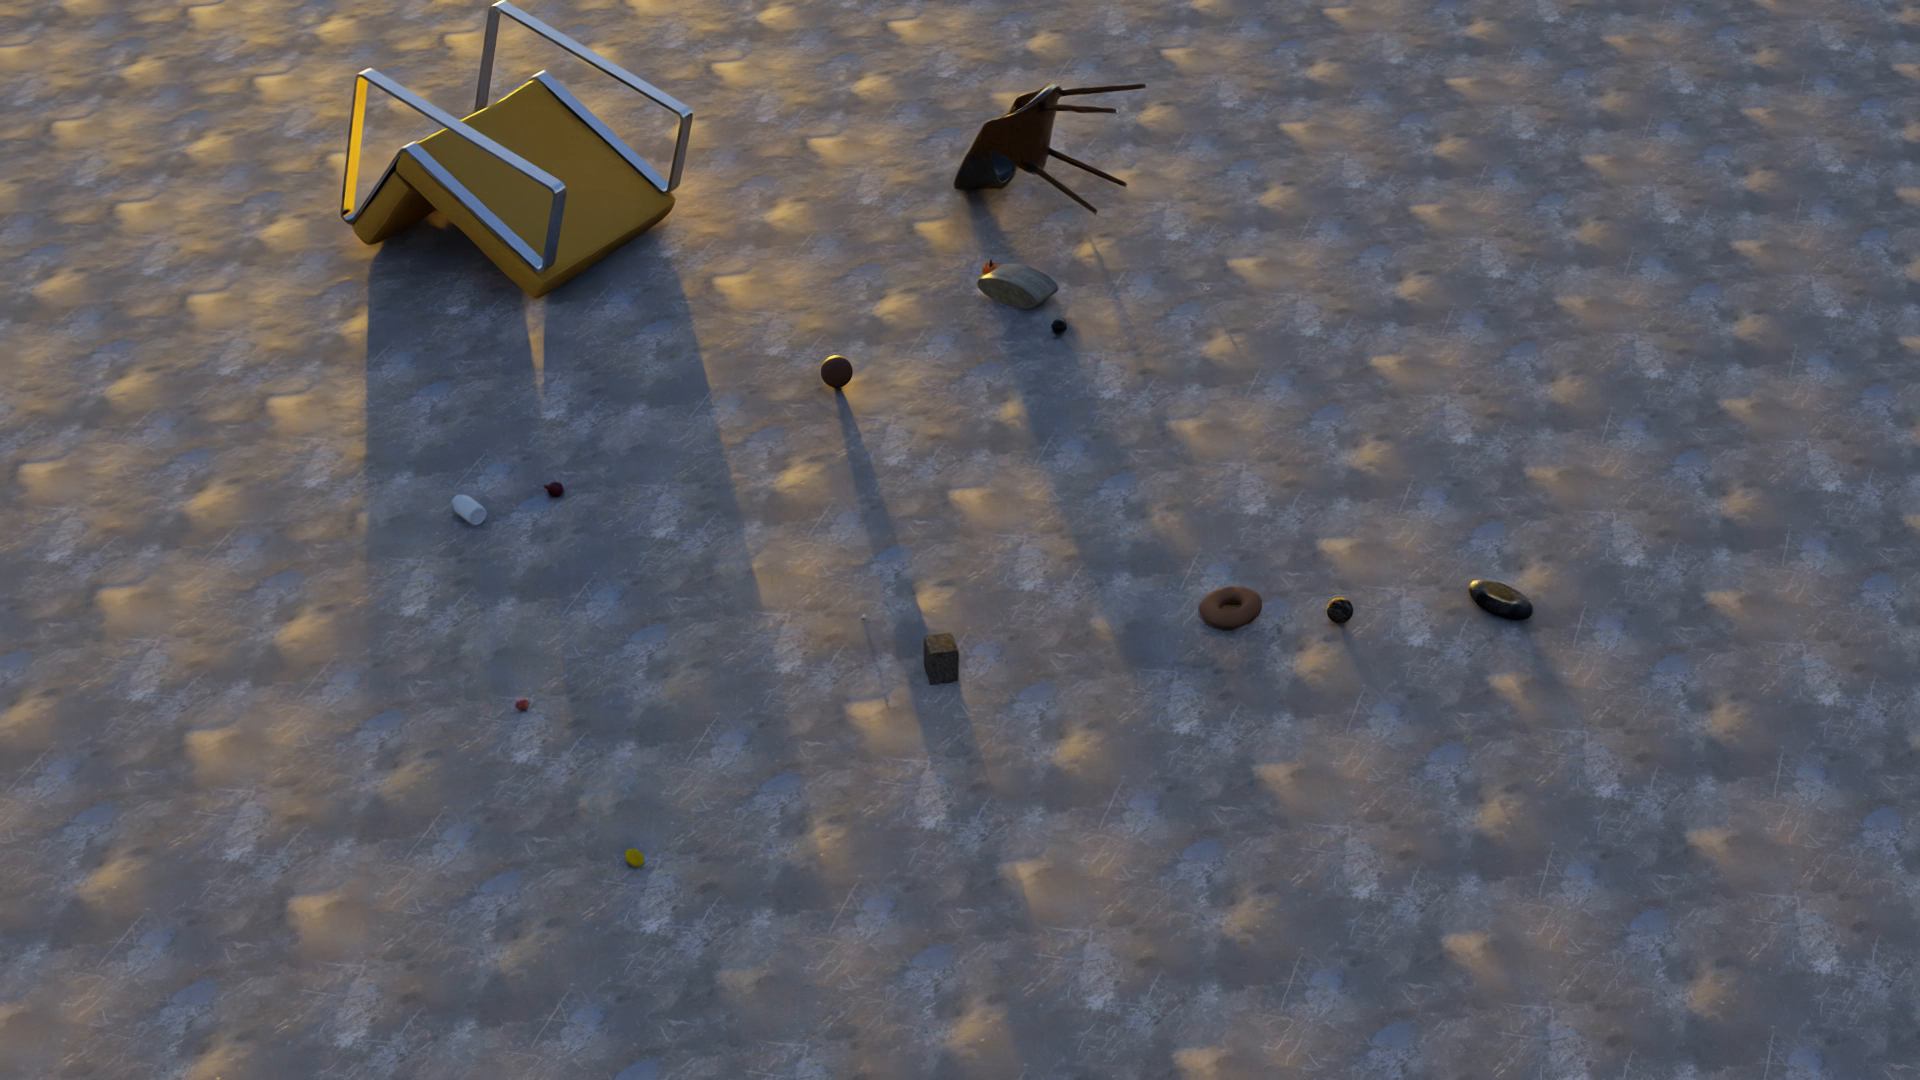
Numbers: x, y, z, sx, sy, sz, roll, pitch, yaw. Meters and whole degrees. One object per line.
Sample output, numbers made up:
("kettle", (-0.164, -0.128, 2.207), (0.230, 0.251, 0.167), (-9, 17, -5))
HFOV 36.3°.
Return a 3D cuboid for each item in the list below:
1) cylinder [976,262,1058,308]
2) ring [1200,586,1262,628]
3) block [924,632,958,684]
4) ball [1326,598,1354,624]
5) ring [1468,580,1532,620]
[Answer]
("cylinder", (0.245, -1.083, 12.484), (0.308, 0.114, 0.163), (22, 39, 28))
("ring", (0.972, 0.239, 10.513), (0.222, 0.060, 0.230), (16, 39, 33))
("block", (-0.065, 0.413, 10.198), (0.099, 0.132, 0.109), (-7, 34, -11))
("ball", (1.358, 0.251, 10.478), (0.093, 0.093, 0.093), (0, 33, 0))
("ring", (1.948, 0.215, 10.563), (0.144, 0.062, 0.270), (-28, 42, -34))
